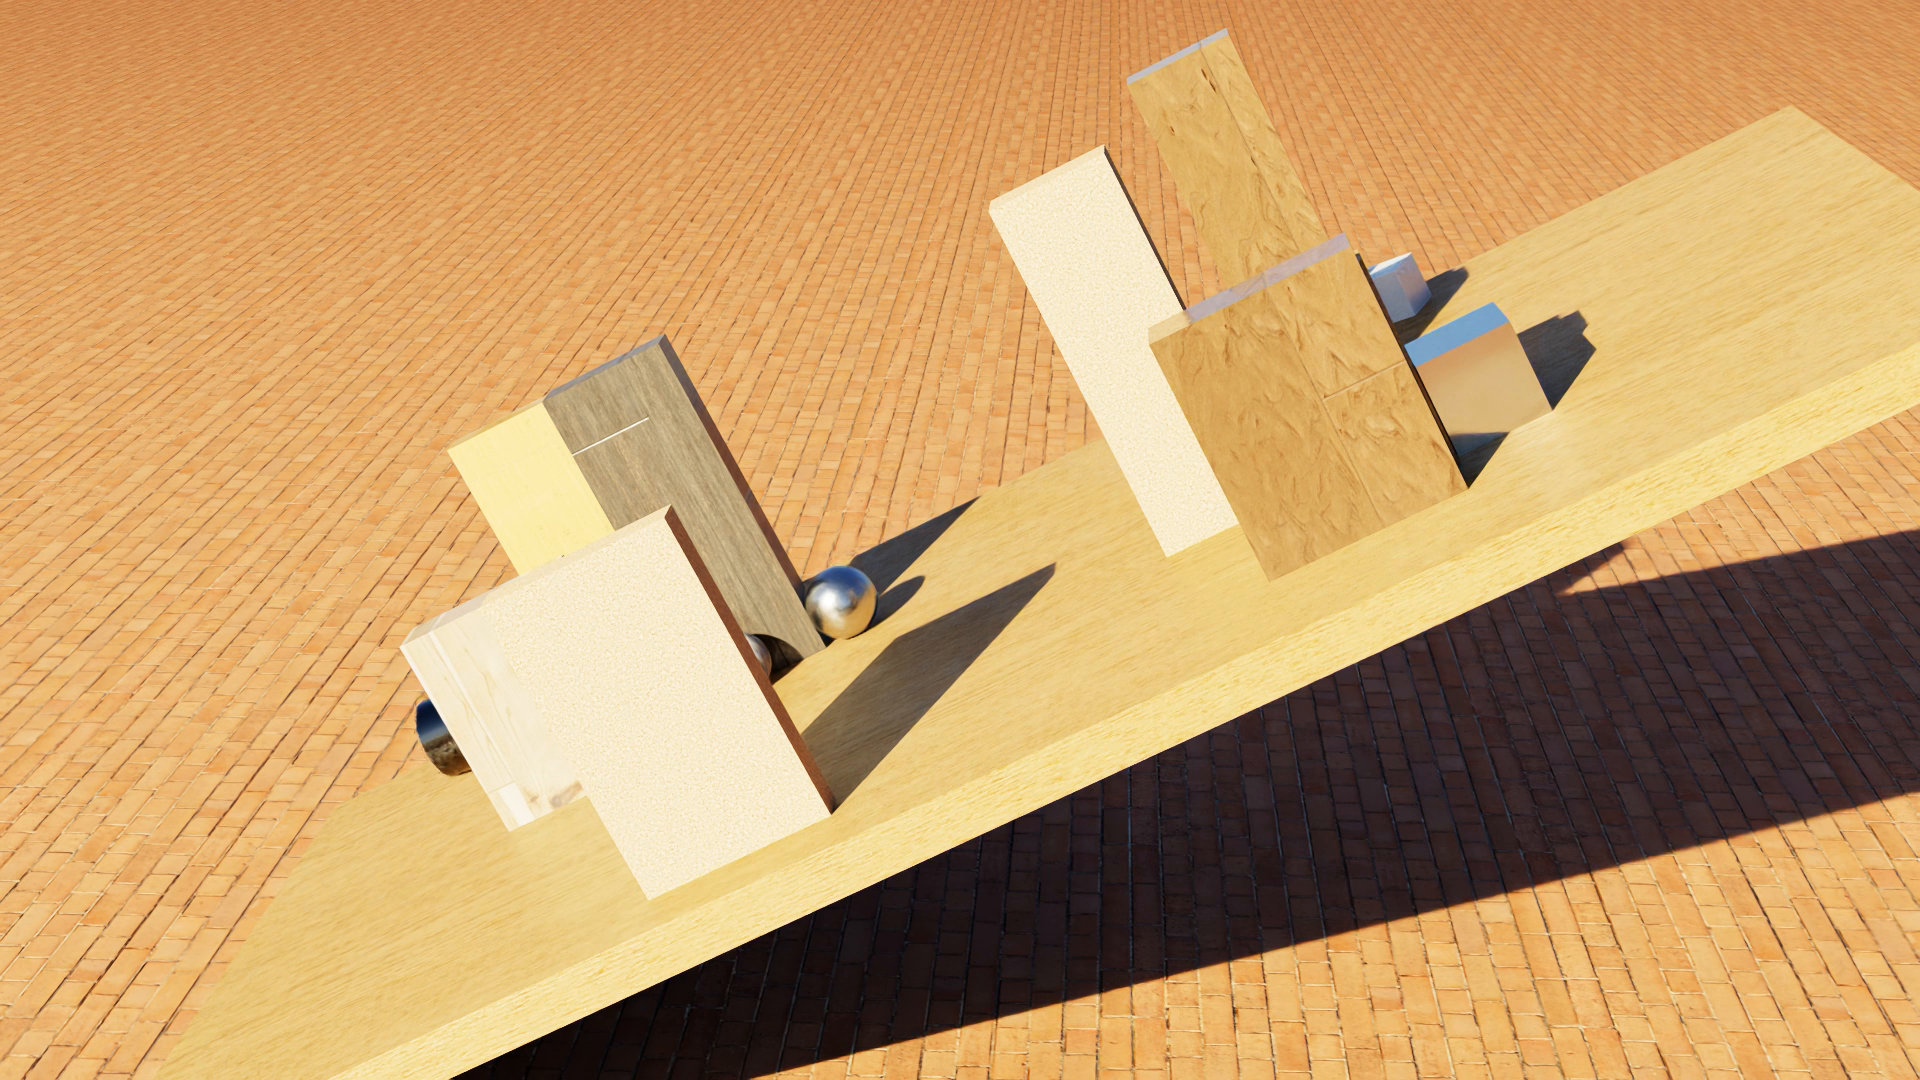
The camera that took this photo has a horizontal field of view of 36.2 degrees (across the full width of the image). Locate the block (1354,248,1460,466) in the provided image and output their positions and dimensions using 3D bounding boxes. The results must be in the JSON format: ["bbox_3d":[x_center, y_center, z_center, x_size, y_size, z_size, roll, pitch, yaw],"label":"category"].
[{"bbox_3d":[0.740,-0.293,5.634,0.265,0.446,0.103,-26,14,10],"label":"block"}]

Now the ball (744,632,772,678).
[{"bbox_3d":[-0.495,0.279,6.588,0.146,0.146,0.146,0,17,0],"label":"ball"}]

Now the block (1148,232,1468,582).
[{"bbox_3d":[0.649,-0.247,5.502,0.408,0.512,0.142,-26,14,10],"label":"block"}]

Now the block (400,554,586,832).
[{"bbox_3d":[-0.938,0.340,6.508,0.387,0.484,0.131,-26,14,10],"label":"block"}]

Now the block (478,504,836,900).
[{"bbox_3d":[-0.565,0.310,5.536,0.395,0.653,0.090,-26,14,10],"label":"block"}]

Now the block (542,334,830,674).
[{"bbox_3d":[-0.611,-0.045,6.626,0.297,0.789,0.103,-26,14,10],"label":"block"}]

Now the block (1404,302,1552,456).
[{"bbox_3d":[1.005,-0.315,5.724,0.197,0.197,0.197,-26,14,8],"label":"block"}]

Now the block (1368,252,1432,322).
[{"bbox_3d":[1.007,-0.580,6.855,0.116,0.116,0.116,-18,17,37],"label":"block"}]

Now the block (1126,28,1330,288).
[{"bbox_3d":[0.672,-0.769,6.791,0.254,0.777,0.124,-26,14,10],"label":"block"}]

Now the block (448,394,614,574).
[{"bbox_3d":[-0.872,0.039,6.897,0.308,0.756,0.088,-26,14,10],"label":"block"}]

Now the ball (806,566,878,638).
[{"bbox_3d":[-0.266,0.139,6.613,0.164,0.164,0.164,0,17,0],"label":"ball"}]

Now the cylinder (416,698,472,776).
[{"bbox_3d":[-1.189,0.447,7.200,0.204,0.204,0.204,-24,11,16],"label":"cylinder"}]

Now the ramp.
[{"bbox_3d":[0.140,0.168,6.281,4.000,0.100,2.000,-26,14,10],"label":"ramp"}]

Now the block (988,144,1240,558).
[{"bbox_3d":[0.355,-0.378,5.940,0.255,0.799,0.116,-26,14,10],"label":"block"}]
